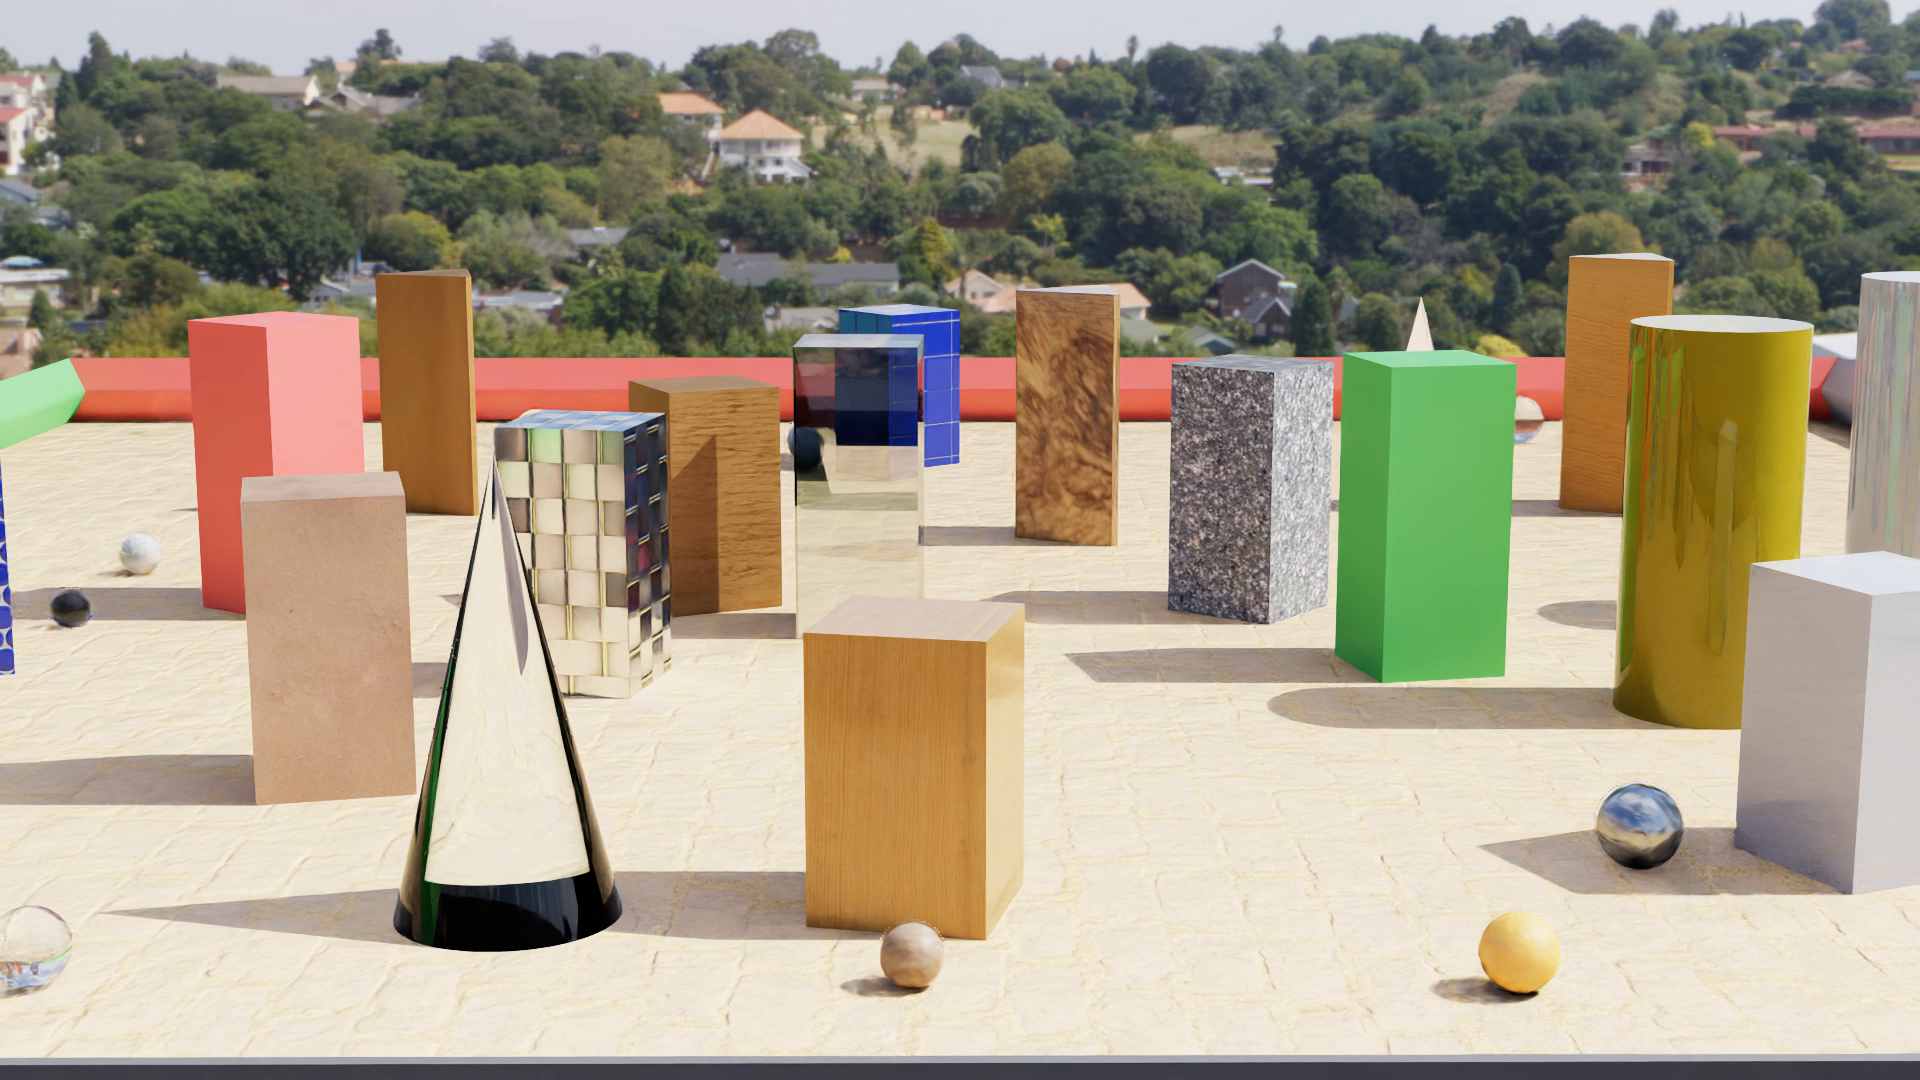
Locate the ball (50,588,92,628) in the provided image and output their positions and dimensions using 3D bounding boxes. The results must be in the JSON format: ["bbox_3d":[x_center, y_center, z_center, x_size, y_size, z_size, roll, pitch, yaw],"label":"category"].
[{"bbox_3d":[-1.164,0.090,3.357,0.052,0.052,0.052,0,10,0],"label":"ball"}]

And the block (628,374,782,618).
[{"bbox_3d":[-0.348,-0.064,3.501,0.157,0.301,0.157,-5,12,-27],"label":"block"}]

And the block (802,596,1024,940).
[{"bbox_3d":[-0.037,0.194,2.230,0.157,0.258,0.157,2,11,13],"label":"block"}]

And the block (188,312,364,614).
[{"bbox_3d":[-0.921,-0.105,3.475,0.157,0.390,0.157,7,13,34],"label":"block"}]

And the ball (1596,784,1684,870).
[{"bbox_3d":[0.623,0.262,2.351,0.078,0.078,0.078,0,10,0],"label":"ball"}]

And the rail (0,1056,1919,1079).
[{"bbox_3d":[0.011,0.375,1.602,3.662,0.128,0.045,0,10,0],"label":"rail"}]

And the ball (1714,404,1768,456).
[{"bbox_3d":[1.469,-0.207,4.830,0.098,0.098,0.098,0,10,0],"label":"ball"}]

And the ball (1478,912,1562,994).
[{"bbox_3d":[0.445,0.327,2.039,0.064,0.064,0.064,0,10,0],"label":"ball"}]

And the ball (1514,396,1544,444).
[{"bbox_3d":[1.087,-0.233,4.984,0.093,0.093,0.093,0,10,0],"label":"ball"}]

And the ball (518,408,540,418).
[{"bbox_3d":[-0.810,-0.211,4.902,0.080,0.080,0.080,0,10,0],"label":"ball"}]

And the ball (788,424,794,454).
[{"bbox_3d":[-0.281,-0.186,4.765,0.081,0.081,0.081,0,10,0],"label":"ball"}]

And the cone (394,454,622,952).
[{"bbox_3d":[-0.392,0.126,2.192,0.197,0.405,0.197,0,10,0],"label":"cone"}]

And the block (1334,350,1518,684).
[{"bbox_3d":[0.563,-0.032,3.117,0.157,0.379,0.157,-2,11,-12],"label":"block"}]

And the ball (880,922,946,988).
[{"bbox_3d":[-0.038,0.332,2.048,0.052,0.052,0.052,0,10,0],"label":"ball"}]

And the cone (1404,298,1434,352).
[{"bbox_3d":[0.759,-0.228,4.252,0.197,0.350,0.197,0,10,0],"label":"cone"}]

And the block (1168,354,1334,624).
[{"bbox_3d":[0.392,-0.073,3.457,0.157,0.334,0.157,8,13,37],"label":"block"}]

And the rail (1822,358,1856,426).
[{"bbox_3d":[1.807,0.031,3.459,0.045,0.128,3.805,0,10,0],"label":"rail"}]

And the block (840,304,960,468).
[{"bbox_3d":[-0.111,-0.283,4.734,0.157,0.283,0.157,-9,14,-39],"label":"block"}]

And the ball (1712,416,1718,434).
[{"bbox_3d":[1.497,-0.219,5.008,0.057,0.057,0.057,0,10,0],"label":"ball"}]

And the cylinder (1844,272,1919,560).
[{"bbox_3d":[1.281,-0.121,3.393,0.197,0.452,0.197,0,10,0],"label":"cylinder"}]

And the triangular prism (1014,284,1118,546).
[{"bbox_3d":[0.195,-0.199,3.998,0.170,0.386,0.147,5,12,26],"label":"triangular prism"}]

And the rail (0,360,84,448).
[{"bbox_3d":[-1.807,0.035,3.439,0.045,0.128,3.805,0,10,0],"label":"rail"}]

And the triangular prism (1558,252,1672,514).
[{"bbox_3d":[1.108,-0.262,4.250,0.170,0.417,0.147,7,12,32],"label":"triangular prism"}]

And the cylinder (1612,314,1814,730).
[{"bbox_3d":[0.849,-0.024,2.902,0.197,0.442,0.197,0,10,0],"label":"cylinder"}]

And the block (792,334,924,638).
[{"bbox_3d":[-0.129,-0.072,3.338,0.157,0.376,0.157,0,11,2],"label":"block"}]

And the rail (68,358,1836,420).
[{"bbox_3d":[-0.011,-0.309,5.296,3.662,0.128,0.045,0,10,0],"label":"rail"}]

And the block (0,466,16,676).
[{"bbox_3d":[-1.251,-0.024,3.102,0.157,0.368,0.157,-6,12,-29],"label":"block"}]

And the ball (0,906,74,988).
[{"bbox_3d":[-0.743,0.325,2.050,0.066,0.066,0.066,0,10,0],"label":"ball"}]

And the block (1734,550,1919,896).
[{"bbox_3d":[0.834,0.163,2.356,0.157,0.272,0.157,-4,11,-23],"label":"block"}]

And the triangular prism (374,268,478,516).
[{"bbox_3d":[-0.850,-0.249,4.254,0.170,0.391,0.147,3,11,16],"label":"triangular prism"}]

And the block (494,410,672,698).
[{"bbox_3d":[-0.446,0.013,3.047,0.157,0.314,0.157,2,11,11],"label":"block"}]

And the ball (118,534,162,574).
[{"bbox_3d":[-1.185,0.020,3.710,0.060,0.060,0.060,0,10,0],"label":"ball"}]

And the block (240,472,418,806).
[{"bbox_3d":[-0.645,0.096,2.620,0.157,0.307,0.157,-3,11,-14],"label":"block"}]
